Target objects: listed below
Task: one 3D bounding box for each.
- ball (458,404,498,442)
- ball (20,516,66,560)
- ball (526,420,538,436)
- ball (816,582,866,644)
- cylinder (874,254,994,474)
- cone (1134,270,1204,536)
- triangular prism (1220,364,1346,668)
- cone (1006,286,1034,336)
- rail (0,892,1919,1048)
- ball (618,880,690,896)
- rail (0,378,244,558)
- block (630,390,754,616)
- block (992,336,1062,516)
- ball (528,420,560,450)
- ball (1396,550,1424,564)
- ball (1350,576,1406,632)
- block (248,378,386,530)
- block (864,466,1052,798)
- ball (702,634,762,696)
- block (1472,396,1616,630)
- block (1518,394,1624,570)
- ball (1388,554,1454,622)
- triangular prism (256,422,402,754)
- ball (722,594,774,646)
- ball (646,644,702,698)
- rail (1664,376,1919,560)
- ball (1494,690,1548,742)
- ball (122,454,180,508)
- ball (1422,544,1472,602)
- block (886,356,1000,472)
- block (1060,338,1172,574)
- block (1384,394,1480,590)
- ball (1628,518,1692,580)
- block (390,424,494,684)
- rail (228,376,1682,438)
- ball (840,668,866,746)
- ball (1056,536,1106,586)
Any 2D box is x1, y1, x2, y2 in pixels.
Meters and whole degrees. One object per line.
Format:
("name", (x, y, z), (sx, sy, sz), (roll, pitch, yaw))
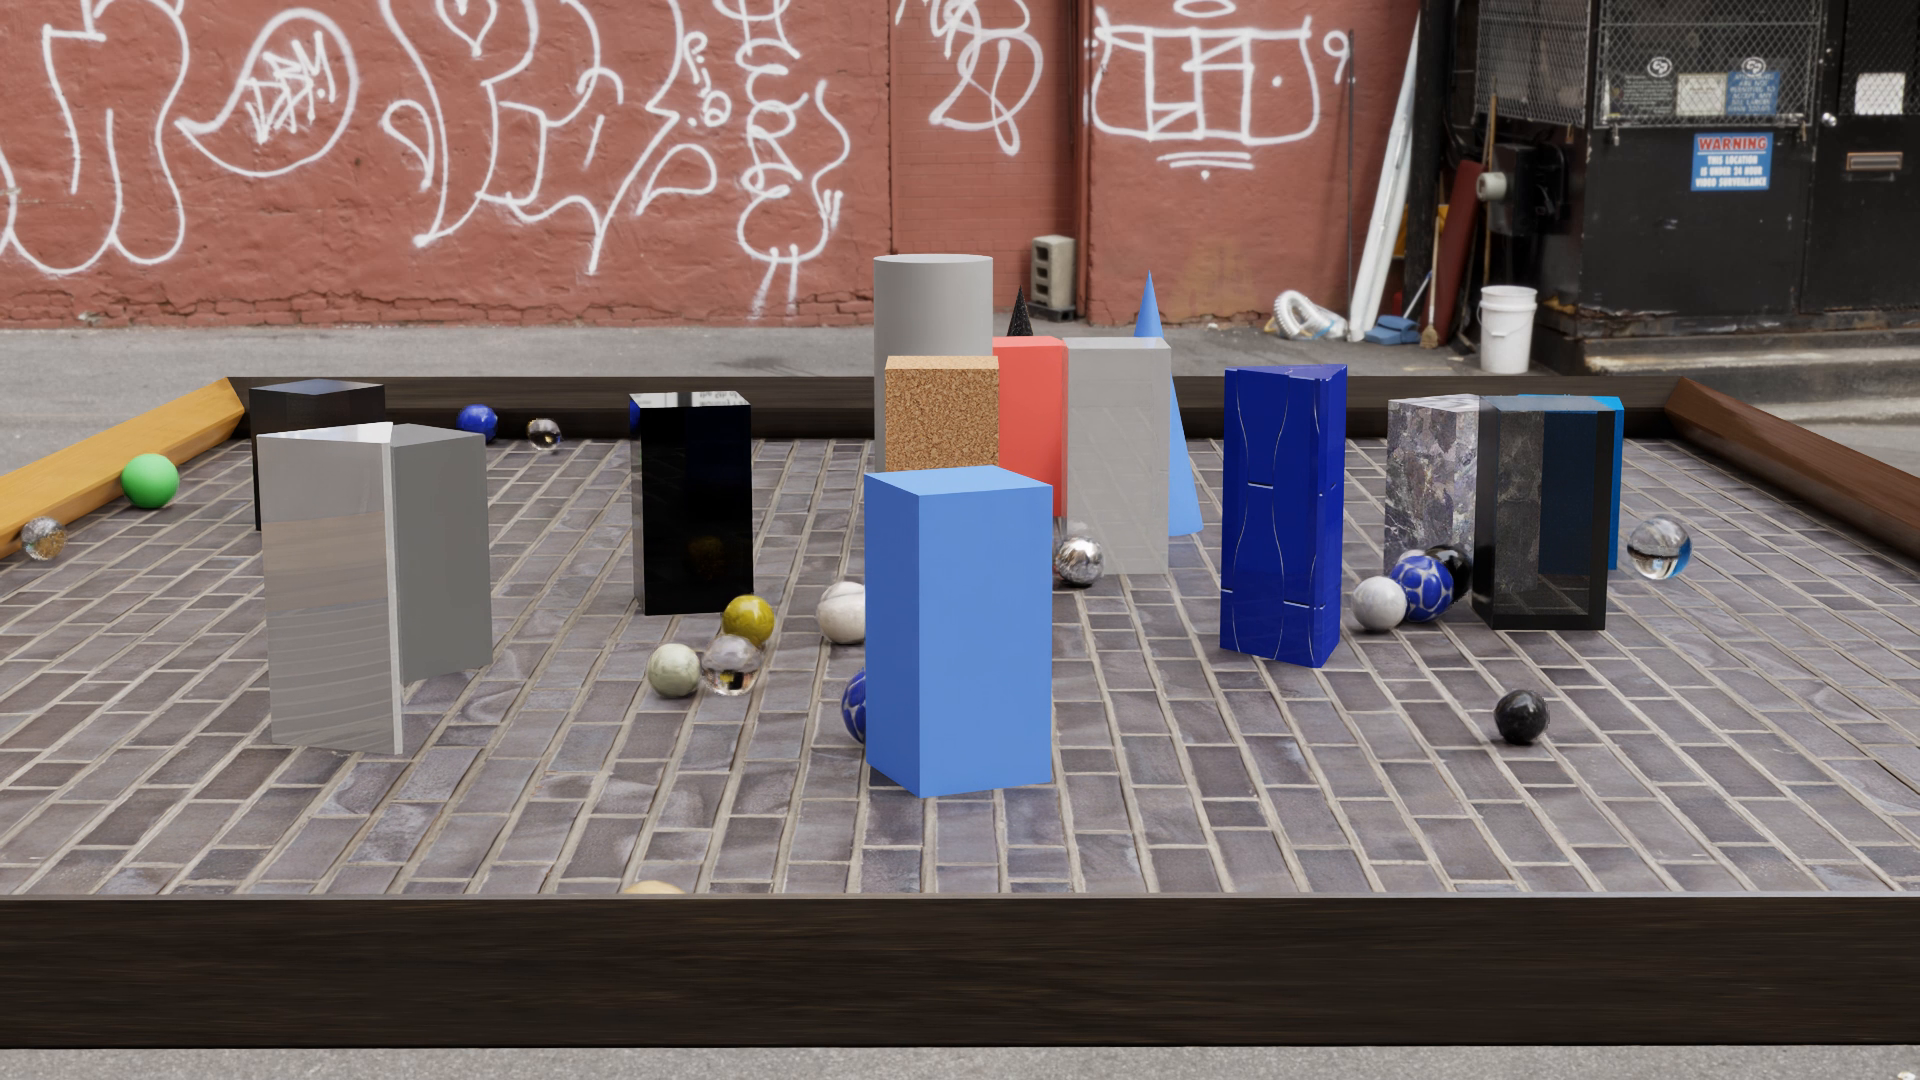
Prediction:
("ball", (-0.923, -0.222, 4.912), (0.077, 0.077, 0.077), (0, 11, 0))
("ball", (-1.351, -0.003, 3.781), (0.063, 0.063, 0.063), (0, 11, 0))
("ball", (-0.818, -0.212, 4.953), (0.042, 0.042, 0.042), (0, 11, 0))
("ball", (-0.142, 0.092, 3.234), (0.079, 0.079, 0.079), (0, 11, 0))
("cylinder", (-0.041, -0.217, 3.929), (0.182, 0.429, 0.182), (0, 11, 0))
("cone", (0.294, -0.221, 4.014), (0.182, 0.406, 0.182), (0, 11, 0))
("triangular prism", (0.429, -0.037, 3.178), (0.136, 0.353, 0.157), (-10, 14, -42))
("cone", (0.106, -0.284, 4.536), (0.182, 0.337, 0.182), (0, 11, 0))
("rail", (0.009, 0.316, 1.928), (2.831, 0.118, 0.045), (0, 11, 0))
("ball", (-0.245, 0.313, 2.045), (0.082, 0.082, 0.082), (0, 11, 0))
("rail", (-1.392, 0.032, 3.442), (0.045, 0.118, 3.145), (0, 11, 0))
("block", (-0.363, -0.052, 3.459), (0.145, 0.278, 0.145), (-2, 11, -13))
("block", (0.094, -0.185, 4.175), (0.145, 0.276, 0.145), (-2, 11, -12))
("ball", (-0.781, -0.198, 4.830), (0.060, 0.060, 0.060), (0, 11, 0))
("ball", (0.633, 0.042, 3.561), (0.057, 0.057, 0.057), (0, 11, 0))
("ball", (0.539, 0.083, 3.303), (0.071, 0.071, 0.071), (0, 11, 0))
("block", (-1.002, -0.129, 4.019), (0.145, 0.224, 0.145), (7, 13, 32))
("block", (-0.003, 0.090, 2.627), (0.145, 0.307, 0.145), (-5, 12, -23))
("ball", (-0.265, 0.145, 2.973), (0.071, 0.071, 0.071), (0, 11, 0))
("block", (0.761, -0.037, 3.360), (0.145, 0.286, 0.145), (0, 11, 1))
("block", (0.891, -0.087, 3.769), (0.145, 0.233, 0.145), (2, 11, 11))
("ball", (0.603, 0.063, 3.360), (0.088, 0.088, 0.088), (0, 11, 0))
("triangular prism", (-0.648, 0.047, 2.781), (0.157, 0.334, 0.136), (4, 11, 19))
("ball", (-0.265, 0.102, 3.214), (0.067, 0.067, 0.067), (0, 11, 0))
("ball", (-0.330, 0.150, 2.964), (0.063, 0.063, 0.063), (0, 11, 0))
("rail", (1.392, 0.029, 3.458), (0.045, 0.118, 3.145), (0, 11, 0))
("ball", (0.605, 0.190, 2.770), (0.056, 0.056, 0.056), (0, 11, 0))
("ball", (-1.328, -0.097, 4.209), (0.091, 0.091, 0.091), (0, 11, 0))
("ball", (0.656, 0.046, 3.477), (0.080, 0.080, 0.080), (0, 11, 0))
("block", (-0.023, -0.066, 3.371), (0.145, 0.337, 0.145), (0, 11, 0))
("block", (0.224, -0.124, 3.717), (0.145, 0.325, 0.145), (0, 11, -1))
("block", (0.705, -0.069, 3.624), (0.145, 0.251, 0.145), (-6, 12, -29))
("ball", (0.991, 0.012, 3.637), (0.087, 0.087, 0.087), (0, 11, 0))
("block", (-0.672, 0.014, 3.098), (0.145, 0.283, 0.145), (9, 14, 39))
("rail", (-0.009, -0.255, 4.972), (2.831, 0.118, 0.045), (0, 11, 0))
("ball", (-0.082, 0.178, 2.739), (0.090, 0.090, 0.090), (0, 11, 0))
("ball", (0.169, 0.029, 3.593), (0.070, 0.070, 0.070), (0, 11, 0))
